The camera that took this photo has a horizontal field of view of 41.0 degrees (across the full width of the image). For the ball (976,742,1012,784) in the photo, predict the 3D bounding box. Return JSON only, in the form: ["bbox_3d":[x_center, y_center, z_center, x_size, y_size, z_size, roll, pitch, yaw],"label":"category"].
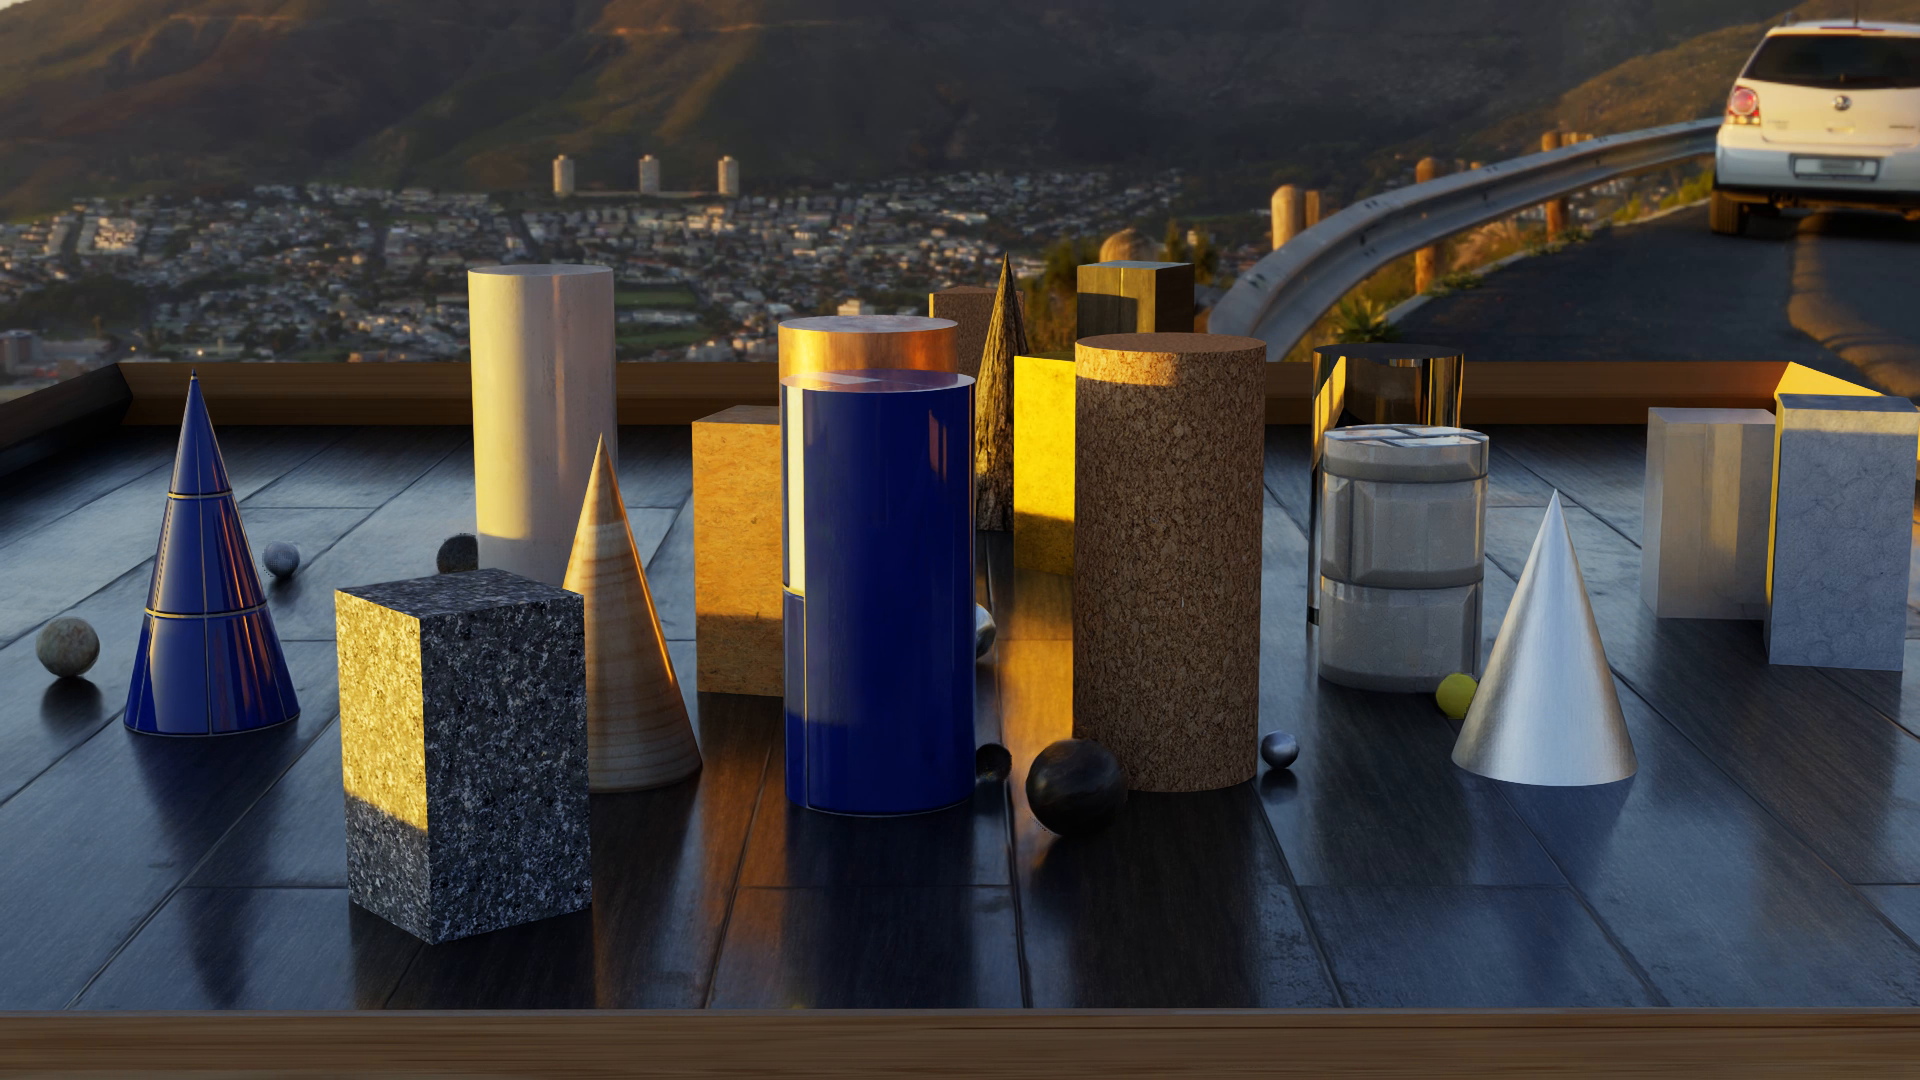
[{"bbox_3d":[0.033,0.229,2.630,0.041,0.041,0.041,0,11,0],"label":"ball"}]

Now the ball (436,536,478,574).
[{"bbox_3d":[-0.702,0.029,3.619,0.072,0.072,0.072,0,11,0],"label":"ball"}]

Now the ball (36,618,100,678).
[{"bbox_3d":[-1.071,0.129,3.082,0.072,0.072,0.072,0,11,0],"label":"ball"}]

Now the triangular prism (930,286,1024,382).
[{"bbox_3d":[0.018,-0.287,4.618,0.168,0.328,0.145,-2,11,-10],"label":"triangular prism"}]

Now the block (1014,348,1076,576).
[{"bbox_3d":[0.188,-0.115,3.744,0.155,0.310,0.155,9,14,40],"label":"block"}]

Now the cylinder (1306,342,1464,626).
[{"bbox_3d":[0.557,-0.070,3.373,0.194,0.358,0.194,0,11,0],"label":"cylinder"}]

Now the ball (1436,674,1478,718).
[{"bbox_3d":[0.562,0.176,2.889,0.051,0.051,0.051,0,11,0],"label":"ball"}]

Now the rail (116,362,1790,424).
[{"bbox_3d":[-0.010,-0.296,5.216,3.414,0.126,0.045,0,11,0],"label":"rail"}]

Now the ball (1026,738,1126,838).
[{"bbox_3d":[0.111,0.236,2.443,0.095,0.095,0.095,0,11,0],"label":"ball"}]

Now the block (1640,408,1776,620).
[{"bbox_3d":[1.014,-0.038,3.462,0.155,0.262,0.155,1,11,6],"label":"block"}]

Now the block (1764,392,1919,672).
[{"bbox_3d":[1.089,-0.013,3.180,0.155,0.316,0.155,3,11,14],"label":"block"}]

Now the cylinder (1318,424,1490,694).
[{"bbox_3d":[0.530,0.019,3.075,0.194,0.291,0.194,0,11,0],"label":"cylinder"}]

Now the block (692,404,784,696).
[{"bbox_3d":[-0.214,0.011,3.042,0.155,0.319,0.155,3,11,15],"label":"block"}]

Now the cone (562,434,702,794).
[{"bbox_3d":[-0.367,0.064,2.657,0.194,0.355,0.194,0,11,0],"label":"cone"}]

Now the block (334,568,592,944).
[{"bbox_3d":[-0.431,0.182,2.230,0.155,0.279,0.155,-8,13,-38],"label":"block"}]

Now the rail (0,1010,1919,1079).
[{"bbox_3d":[0.010,0.360,1.682,3.414,0.126,0.045,0,11,0],"label":"rail"}]

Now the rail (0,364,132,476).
[{"bbox_3d":[-1.683,0.034,3.440,0.045,0.126,3.641,0,11,0],"label":"rail"}]

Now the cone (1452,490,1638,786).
[{"bbox_3d":[0.618,0.090,2.689,0.194,0.293,0.194,0,11,0],"label":"cone"}]

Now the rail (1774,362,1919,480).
[{"bbox_3d":[1.683,0.031,3.459,0.045,0.126,3.641,0,11,0],"label":"rail"}]

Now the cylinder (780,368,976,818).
[{"bbox_3d":[-0.081,0.048,2.570,0.194,0.418,0.194,0,11,0],"label":"cylinder"}]

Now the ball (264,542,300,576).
[{"bbox_3d":[-0.975,0.027,3.689,0.050,0.050,0.050,0,11,0],"label":"ball"}]

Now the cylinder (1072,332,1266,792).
[{"bbox_3d":[0.215,0.018,2.653,0.194,0.447,0.194,0,11,0],"label":"cylinder"}]

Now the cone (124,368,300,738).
[{"bbox_3d":[-0.847,0.003,2.870,0.194,0.397,0.194,0,11,0],"label":"cone"}]

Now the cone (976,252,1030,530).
[{"bbox_3d":[0.074,-0.246,4.111,0.194,0.434,0.194,0,11,0],"label":"cone"}]

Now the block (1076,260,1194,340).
[{"bbox_3d":[0.315,-0.308,4.613,0.155,0.373,0.155,6,12,31],"label":"block"}]

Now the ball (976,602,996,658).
[{"bbox_3d":[0.007,0.112,3.166,0.075,0.075,0.075,0,11,0],"label":"ball"}]

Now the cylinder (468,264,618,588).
[{"bbox_3d":[-0.565,-0.142,3.497,0.194,0.453,0.194,0,11,0],"label":"cylinder"}]

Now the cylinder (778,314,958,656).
[{"bbox_3d":[-0.099,-0.013,2.815,0.194,0.449,0.194,0,11,0],"label":"cylinder"}]

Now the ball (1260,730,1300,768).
[{"bbox_3d":[0.335,0.219,2.685,0.040,0.040,0.040,0,11,0],"label":"ball"}]
